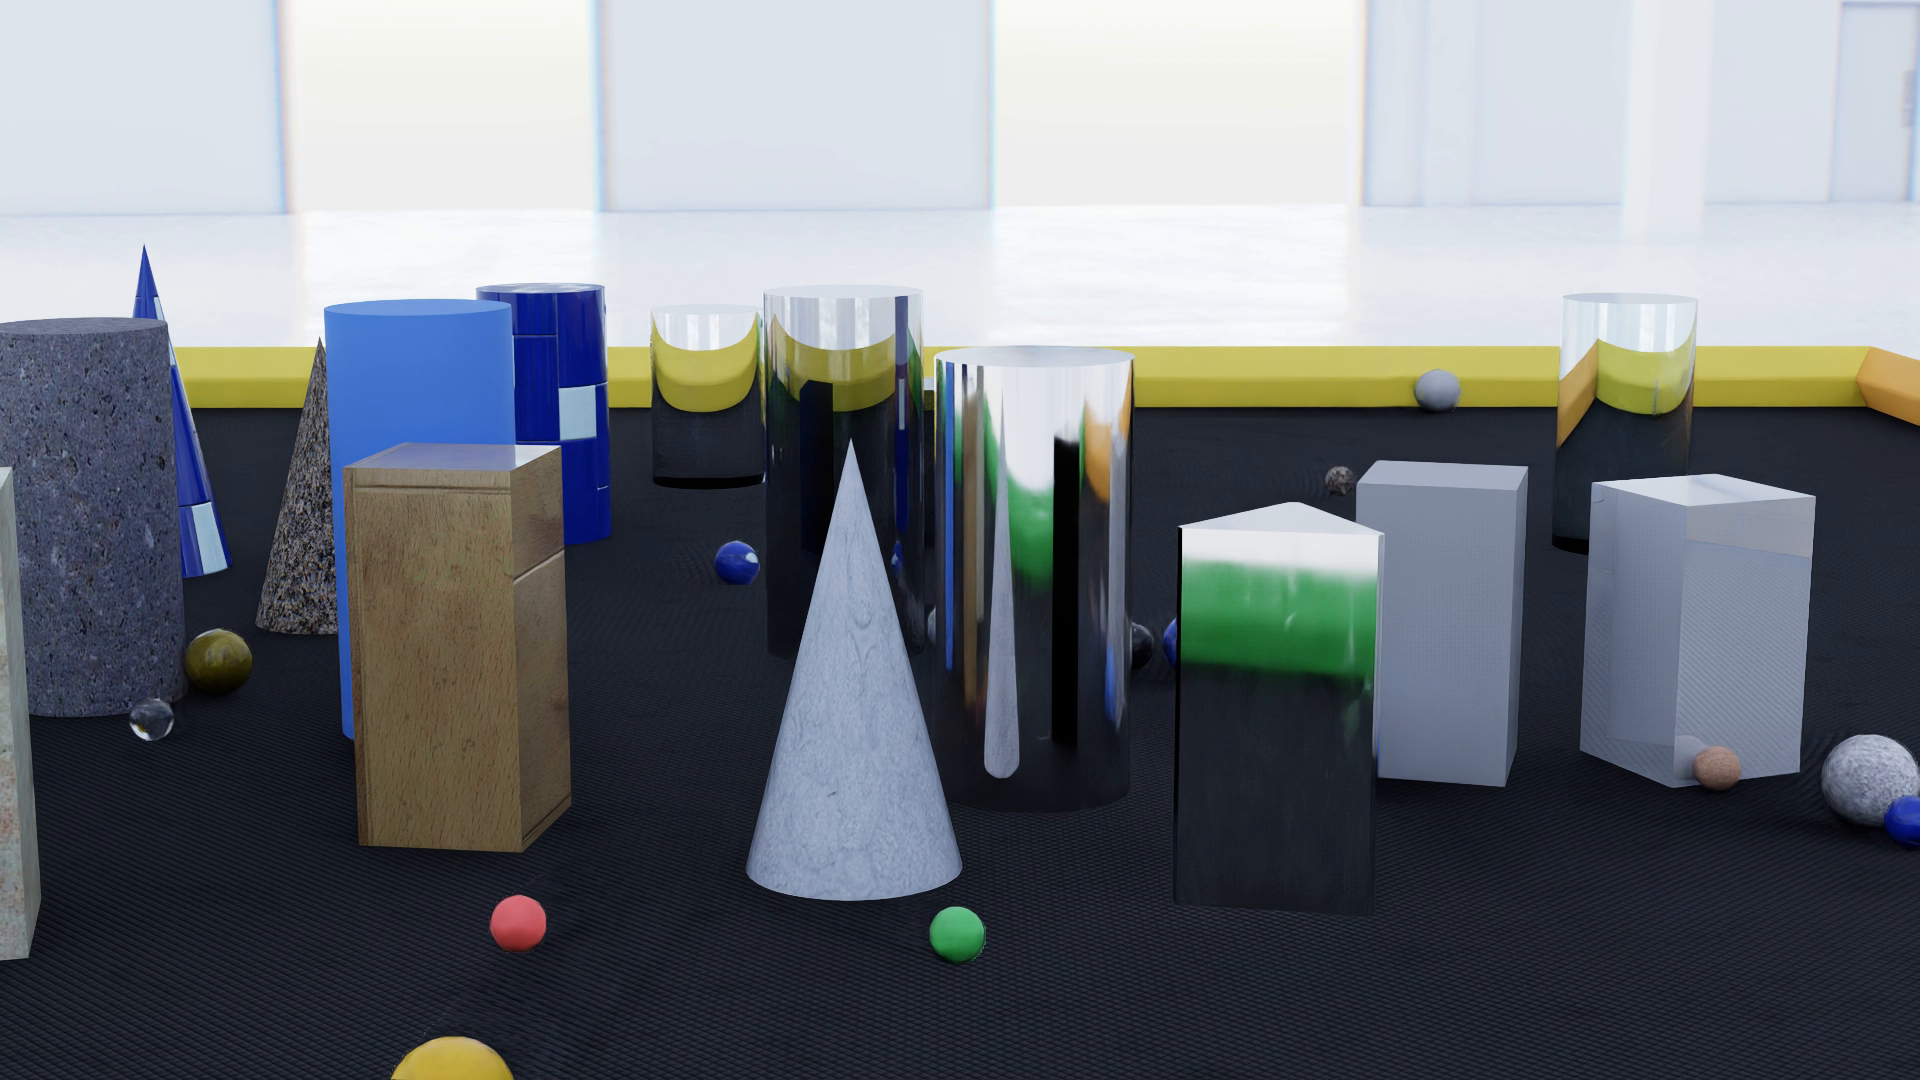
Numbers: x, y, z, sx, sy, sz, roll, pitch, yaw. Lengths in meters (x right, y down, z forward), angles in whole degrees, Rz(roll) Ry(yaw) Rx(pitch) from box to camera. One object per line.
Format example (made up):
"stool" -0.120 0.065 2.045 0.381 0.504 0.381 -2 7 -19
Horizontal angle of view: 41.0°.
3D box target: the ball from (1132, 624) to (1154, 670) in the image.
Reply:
"ball" 0.208 0.130 3.127 0.058 0.058 0.058 0 10 0

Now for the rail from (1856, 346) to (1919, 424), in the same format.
"rail" 1.956 0.031 3.460 0.045 0.130 4.249 0 10 0

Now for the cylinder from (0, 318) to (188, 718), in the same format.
"cylinder" -1.007 -0.031 2.965 0.200 0.434 0.200 0 10 0

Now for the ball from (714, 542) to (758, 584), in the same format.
"ball" -0.318 0.033 3.644 0.062 0.062 0.062 0 10 0

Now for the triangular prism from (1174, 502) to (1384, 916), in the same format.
"triangular prism" 0.288 0.144 2.287 0.173 0.336 0.150 2 11 12

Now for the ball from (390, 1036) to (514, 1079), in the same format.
"ball" -0.341 0.376 1.719 0.087 0.087 0.087 0 10 0

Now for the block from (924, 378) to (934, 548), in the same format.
"block" -0.031 -0.123 3.991 0.160 0.243 0.160 -1 11 -8

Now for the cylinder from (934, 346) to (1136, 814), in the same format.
"cylinder" 0.074 0.034 2.590 0.200 0.442 0.200 0 10 0

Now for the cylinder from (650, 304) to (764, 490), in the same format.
"cylinder" -0.446 -0.256 4.539 0.200 0.305 0.200 0 10 0

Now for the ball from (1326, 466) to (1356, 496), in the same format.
"ball" 0.652 -0.101 4.396 0.052 0.052 0.052 0 10 0

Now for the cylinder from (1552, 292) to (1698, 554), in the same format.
"cylinder" 1.012 -0.178 3.909 0.200 0.380 0.200 0 10 0

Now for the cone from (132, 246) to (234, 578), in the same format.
"cone" -1.174 -0.195 3.734 0.200 0.477 0.200 0 10 0

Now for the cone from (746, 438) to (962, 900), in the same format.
"cone" -0.098 0.105 2.330 0.200 0.399 0.200 0 10 0

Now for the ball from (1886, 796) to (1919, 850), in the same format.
"ball" 0.898 0.266 2.415 0.050 0.050 0.050 0 10 0

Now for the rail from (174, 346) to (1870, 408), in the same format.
"rail" -0.012 -0.348 5.514 3.958 0.130 0.045 0 10 0

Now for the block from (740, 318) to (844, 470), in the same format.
"block" -0.309 -0.273 4.756 0.160 0.259 0.160 2 11 10

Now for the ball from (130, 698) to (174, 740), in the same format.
"ball" -0.883 0.196 2.804 0.046 0.046 0.046 0 10 0

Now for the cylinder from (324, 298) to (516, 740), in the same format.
"cylinder" -0.589 -0.023 2.829 0.200 0.468 0.200 0 10 0

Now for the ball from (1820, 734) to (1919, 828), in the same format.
"ball" 0.881 0.233 2.484 0.090 0.090 0.090 0 10 0

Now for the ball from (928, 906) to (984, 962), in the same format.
"ball" -0.003 0.324 2.112 0.045 0.045 0.045 0 10 0

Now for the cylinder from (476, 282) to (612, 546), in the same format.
"cylinder" -0.649 -0.200 4.004 0.200 0.388 0.200 0 10 0

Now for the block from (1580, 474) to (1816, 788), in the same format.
"block" 0.772 0.091 2.697 0.160 0.292 0.160 -4 11 -21

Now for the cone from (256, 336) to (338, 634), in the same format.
"cone" -0.838 -0.082 3.393 0.200 0.380 0.200 0 10 0

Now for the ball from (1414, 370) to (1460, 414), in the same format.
"ball" 1.011 -0.315 5.439 0.093 0.093 0.093 0 10 0

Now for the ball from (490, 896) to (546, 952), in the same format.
"ball" -0.368 0.319 2.136 0.047 0.047 0.047 0 10 0

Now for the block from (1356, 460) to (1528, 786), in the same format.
"block" 0.503 0.083 2.695 0.160 0.308 0.160 3 11 16

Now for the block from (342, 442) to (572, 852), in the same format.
"block" -0.478 0.099 2.462 0.160 0.362 0.160 1 11 8

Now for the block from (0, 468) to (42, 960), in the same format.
"block" -0.869 0.145 2.141 0.160 0.387 0.160 -3 11 -15

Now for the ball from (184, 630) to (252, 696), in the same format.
"ball" -0.869 0.143 3.006 0.077 0.077 0.077 0 10 0

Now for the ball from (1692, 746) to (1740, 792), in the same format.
"ball" 0.769 0.232 2.608 0.046 0.046 0.046 0 10 0

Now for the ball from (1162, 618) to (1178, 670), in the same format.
"ball" 0.283 0.126 3.098 0.077 0.077 0.077 0 10 0

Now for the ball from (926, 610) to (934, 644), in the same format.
"ball" -0.008 0.109 3.219 0.068 0.068 0.068 0 10 0

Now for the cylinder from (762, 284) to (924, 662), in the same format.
"cylinder" -0.144 -0.086 3.213 0.200 0.452 0.200 0 10 0
